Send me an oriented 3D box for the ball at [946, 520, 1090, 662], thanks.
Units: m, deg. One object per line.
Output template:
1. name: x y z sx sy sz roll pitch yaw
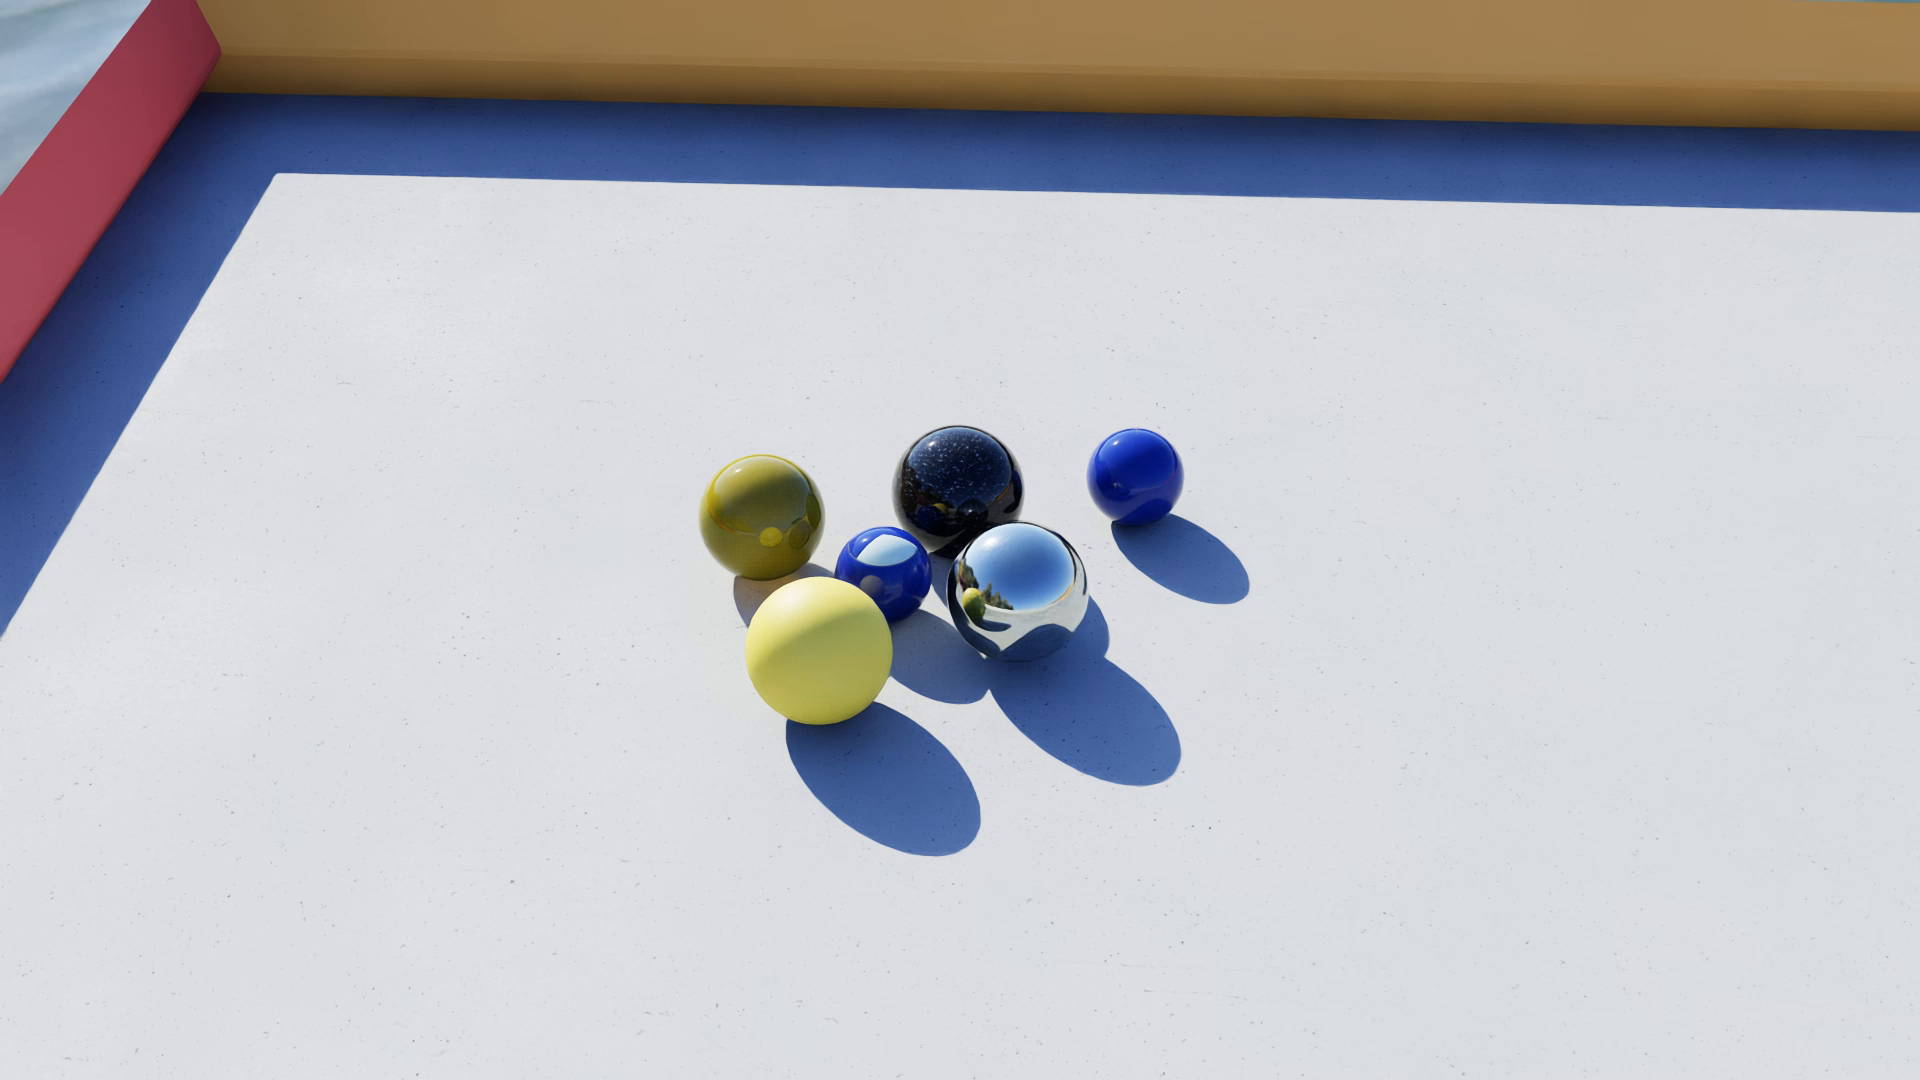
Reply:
1. ball: 0.039 0.035 1.745 0.097 0.097 0.097 0 35 0

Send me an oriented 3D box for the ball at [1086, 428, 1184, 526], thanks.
1. ball: 0.129 -0.046 1.883 0.073 0.073 0.073 0 35 0

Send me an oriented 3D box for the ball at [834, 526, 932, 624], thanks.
1. ball: -0.053 0.024 1.786 0.068 0.068 0.068 0 35 0

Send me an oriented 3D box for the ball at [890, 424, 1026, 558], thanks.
1. ball: -0.001 -0.035 1.845 0.097 0.097 0.097 0 35 0

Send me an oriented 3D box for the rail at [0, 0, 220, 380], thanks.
1. rail: -0.761 -0.040 1.824 0.045 0.127 1.572 2 35 2

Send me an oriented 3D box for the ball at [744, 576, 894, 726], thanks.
1. ball: -0.093 0.073 1.690 0.098 0.098 0.098 0 35 0

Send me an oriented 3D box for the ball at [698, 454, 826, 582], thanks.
1. ball: -0.141 -0.016 1.823 0.091 0.091 0.091 0 35 0

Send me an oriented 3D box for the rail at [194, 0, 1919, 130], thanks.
1. rail: 0.824 -0.431 2.381 3.142 0.127 0.045 2 35 2
